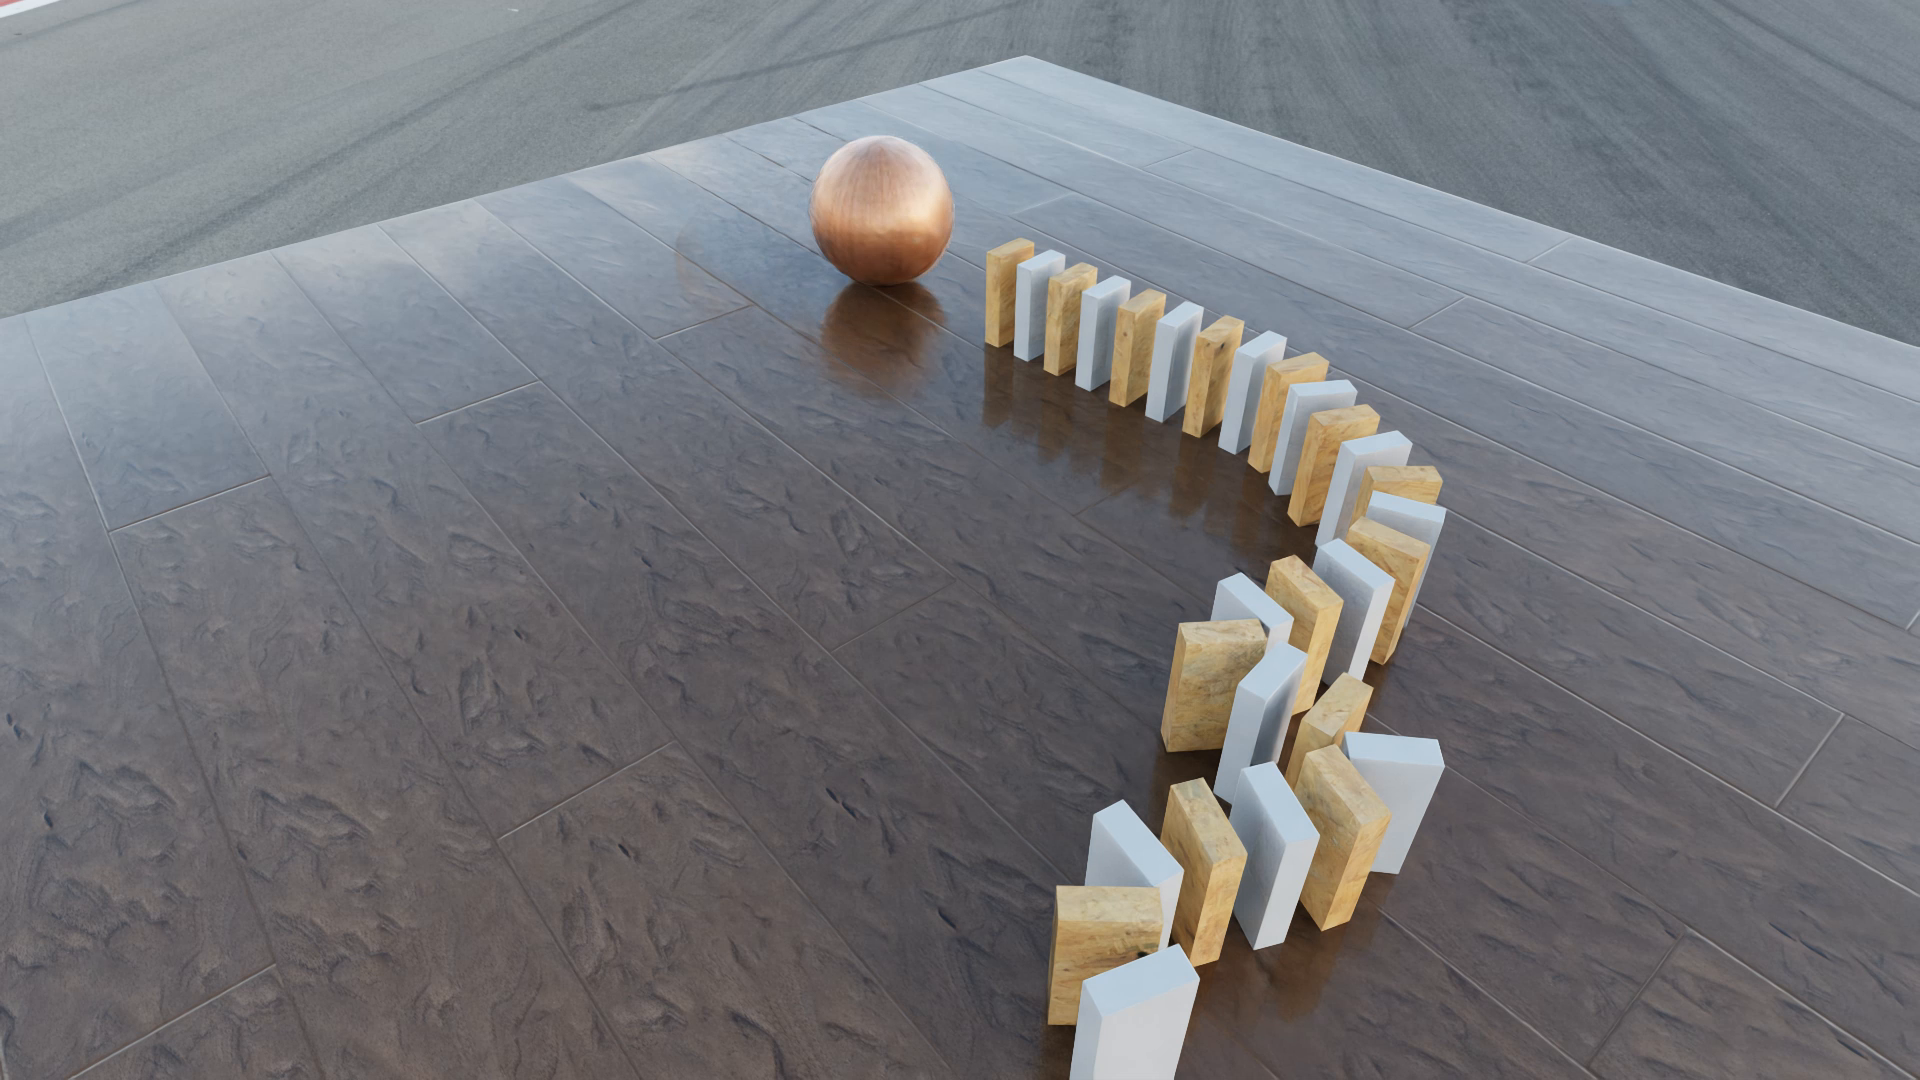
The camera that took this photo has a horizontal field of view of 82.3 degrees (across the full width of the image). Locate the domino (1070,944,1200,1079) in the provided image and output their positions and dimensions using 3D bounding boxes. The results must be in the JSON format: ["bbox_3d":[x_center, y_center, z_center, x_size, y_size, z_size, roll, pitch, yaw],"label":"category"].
[{"bbox_3d":[0.041,0.119,0.266,0.025,0.050,0.010,-14,41,-17],"label":"domino"}]

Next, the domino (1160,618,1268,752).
[{"bbox_3d":[0.081,0.047,0.354,0.025,0.050,0.009,-3,39,-4],"label":"domino"}]

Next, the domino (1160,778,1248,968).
[{"bbox_3d":[0.064,0.091,0.300,0.009,0.050,0.025,-11,41,-13],"label":"domino"}]

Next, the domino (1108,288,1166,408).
[{"bbox_3d":[0.084,-0.091,0.523,0.009,0.050,0.025,29,48,31],"label":"domino"}]

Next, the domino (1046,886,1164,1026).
[{"bbox_3d":[0.036,0.107,0.281,0.025,0.050,0.009,1,39,1],"label":"domino"}]

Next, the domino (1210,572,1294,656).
[{"bbox_3d":[0.094,0.038,0.365,0.010,0.050,0.025,-20,43,-22],"label":"domino"}]

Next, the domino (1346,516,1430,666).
[{"bbox_3d":[0.146,0.018,0.389,0.025,0.050,0.009,29,47,30],"label":"domino"}]

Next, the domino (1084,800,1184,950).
[{"bbox_3d":[0.045,0.096,0.295,0.010,0.050,0.025,-21,44,-23],"label":"domino"}]

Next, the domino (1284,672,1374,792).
[{"bbox_3d":[0.108,0.066,0.331,0.010,0.050,0.025,30,48,31],"label":"domino"}]

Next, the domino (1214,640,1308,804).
[{"bbox_3d":[0.093,0.058,0.341,0.009,0.050,0.025,30,48,31],"label":"domino"}]

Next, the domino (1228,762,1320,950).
[{"bbox_3d":[0.084,0.088,0.304,0.009,0.050,0.025,-10,40,-12],"label":"domino"}]

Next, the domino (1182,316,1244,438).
[{"bbox_3d":[0.115,-0.074,0.502,0.010,0.050,0.025,29,47,30],"label":"domino"}]

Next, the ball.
[{"bbox_3d":[-0.043,-0.182,0.610,0.080,0.080,0.080,0,39,0],"label":"ball"}]

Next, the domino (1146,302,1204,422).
[{"bbox_3d":[0.100,-0.083,0.512,0.009,0.050,0.025,28,47,30],"label":"domino"}]

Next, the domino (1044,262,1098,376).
[{"bbox_3d":[0.054,-0.109,0.545,0.010,0.050,0.025,32,49,33],"label":"domino"}]

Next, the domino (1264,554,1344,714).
[{"bbox_3d":[0.112,0.033,0.372,0.009,0.050,0.025,-16,42,-18],"label":"domino"}]

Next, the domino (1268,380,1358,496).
[{"bbox_3d":[0.148,-0.043,0.463,0.025,0.050,0.009,-5,40,-7],"label":"domino"}]

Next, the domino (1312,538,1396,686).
[{"bbox_3d":[0.131,0.027,0.379,0.010,0.050,0.025,-21,44,-23],"label":"domino"}]

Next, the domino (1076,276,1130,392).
[{"bbox_3d":[0.069,-0.100,0.534,0.010,0.050,0.025,32,49,33],"label":"domino"}]

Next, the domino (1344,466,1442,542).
[{"bbox_3d":[0.162,-0.005,0.417,0.025,0.050,0.010,0,39,0],"label":"domino"}]

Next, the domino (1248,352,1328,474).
[{"bbox_3d":[0.142,-0.055,0.479,0.025,0.050,0.009,-17,42,-20],"label":"domino"}]

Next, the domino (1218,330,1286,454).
[{"bbox_3d":[0.130,-0.066,0.491,0.025,0.050,0.009,-31,49,-32],"label":"domino"}]

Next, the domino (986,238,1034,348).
[{"bbox_3d":[0.025,-0.127,0.567,0.009,0.050,0.025,32,49,33],"label":"domino"}]

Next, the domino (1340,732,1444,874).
[{"bbox_3d":[0.119,0.077,0.318,0.025,0.050,0.009,4,40,5],"label":"domino"}]

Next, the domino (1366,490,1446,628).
[{"bbox_3d":[0.157,0.008,0.402,0.025,0.050,0.010,17,42,19],"label":"domino"}]

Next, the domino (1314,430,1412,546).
[{"bbox_3d":[0.158,-0.018,0.433,0.025,0.050,0.010,-12,41,-14],"label":"domino"}]

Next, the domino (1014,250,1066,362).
[{"bbox_3d":[0.040,-0.118,0.556,0.009,0.050,0.025,32,49,33],"label":"domino"}]

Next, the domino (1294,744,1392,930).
[{"bbox_3d":[0.103,0.084,0.309,0.009,0.050,0.025,-13,41,-16],"label":"domino"}]

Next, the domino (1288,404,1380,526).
[{"bbox_3d":[0.152,-0.030,0.448,0.025,0.050,0.009,-10,40,-12],"label":"domino"}]
